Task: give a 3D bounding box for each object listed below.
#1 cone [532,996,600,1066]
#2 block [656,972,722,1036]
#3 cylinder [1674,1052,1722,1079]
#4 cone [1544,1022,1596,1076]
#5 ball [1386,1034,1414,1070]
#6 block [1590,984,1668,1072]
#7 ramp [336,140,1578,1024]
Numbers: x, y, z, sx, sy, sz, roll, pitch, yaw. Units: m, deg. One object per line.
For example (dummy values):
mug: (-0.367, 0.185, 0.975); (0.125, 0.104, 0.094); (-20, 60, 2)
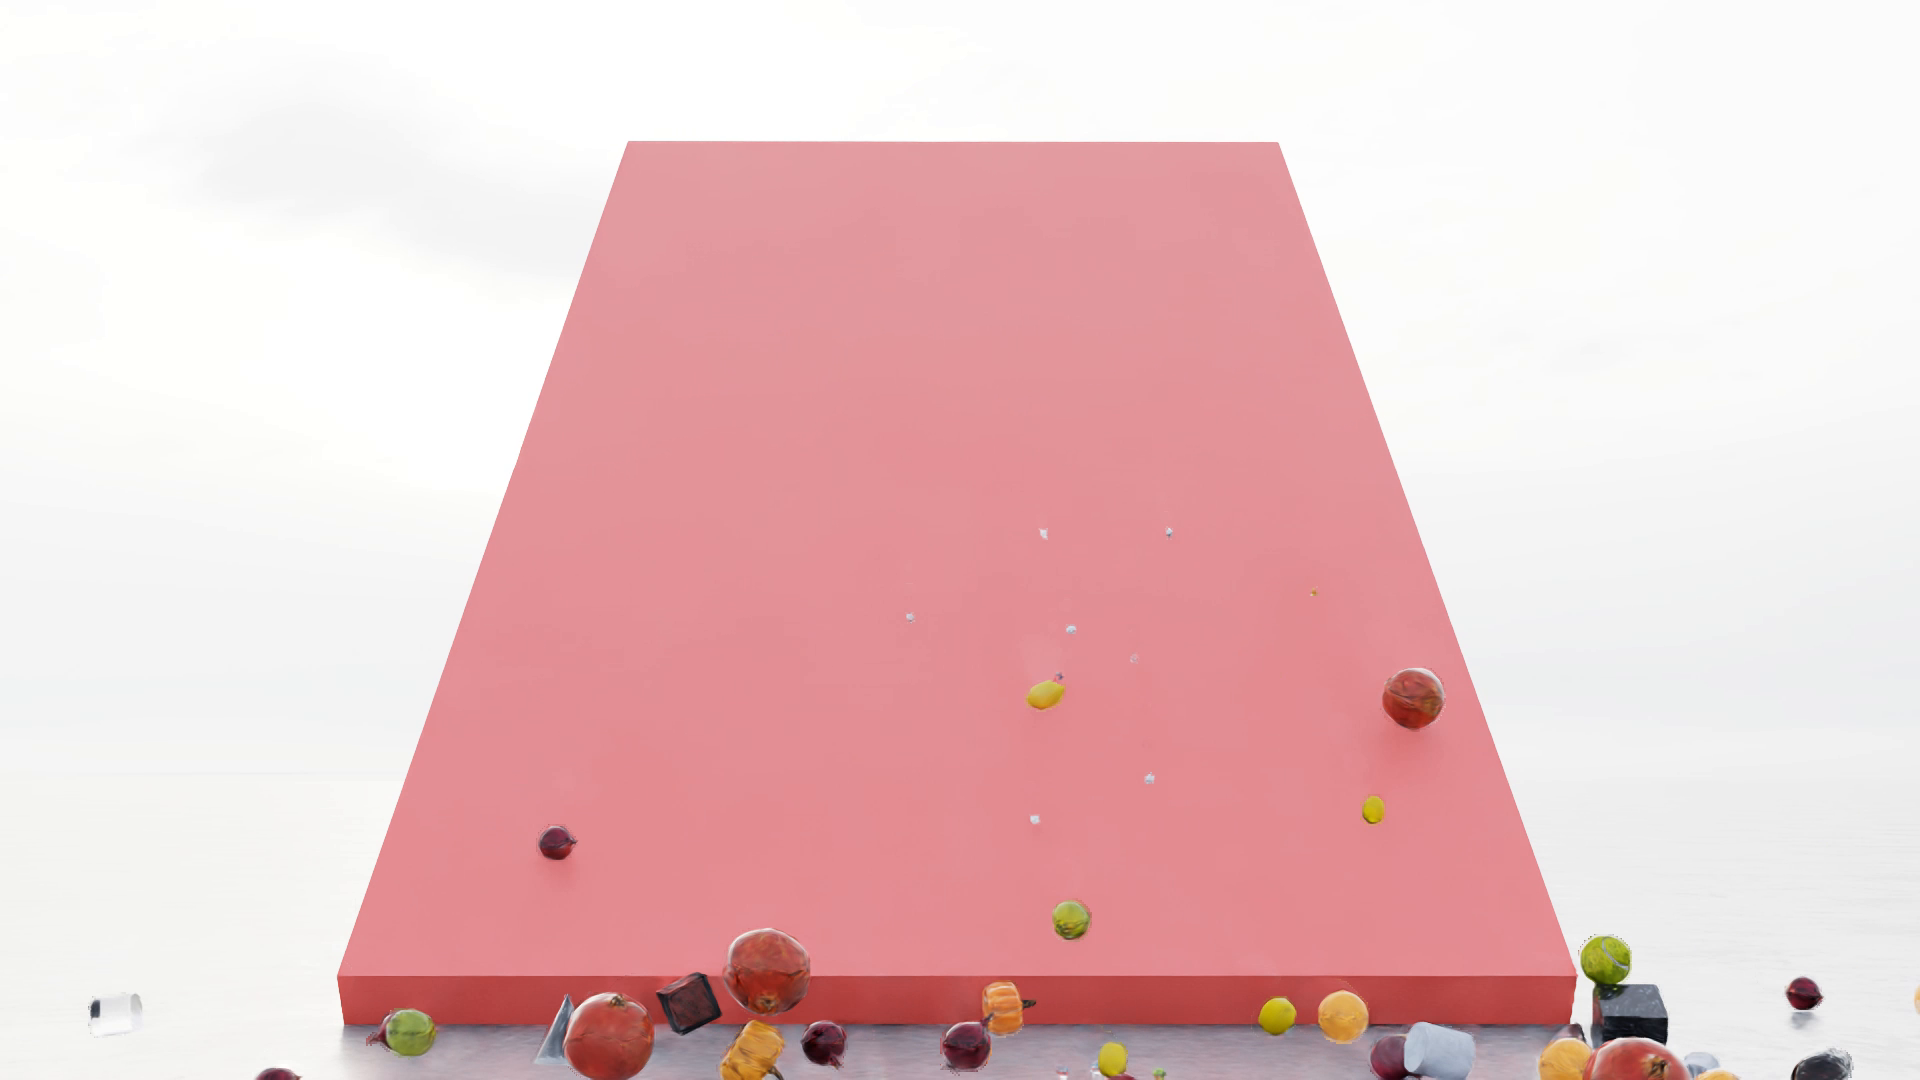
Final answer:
cone: (-0.557, 0.692, 3.398); (0.095, 0.095, 0.095); (0, -6, 0)
block: (-0.406, 0.694, 3.593); (0.066, 0.066, 0.066); (-24, 3, -21)
cylinder: (0.920, 0.669, 2.987); (0.050, 0.050, 0.050); (-3, 6, 25)
cone: (0.829, 0.694, 3.209); (0.067, 0.067, 0.067); (45, -12, -4)
ball: (0.611, 0.704, 3.297); (0.051, 0.051, 0.051); (0, -6, 0)
block: (0.923, 0.673, 3.307); (0.086, 0.086, 0.086); (-1, 20, 6)
ramp: (-0.012, -0.218, 5.640); (2.000, 0.100, 4.000); (0, 29, 0)
